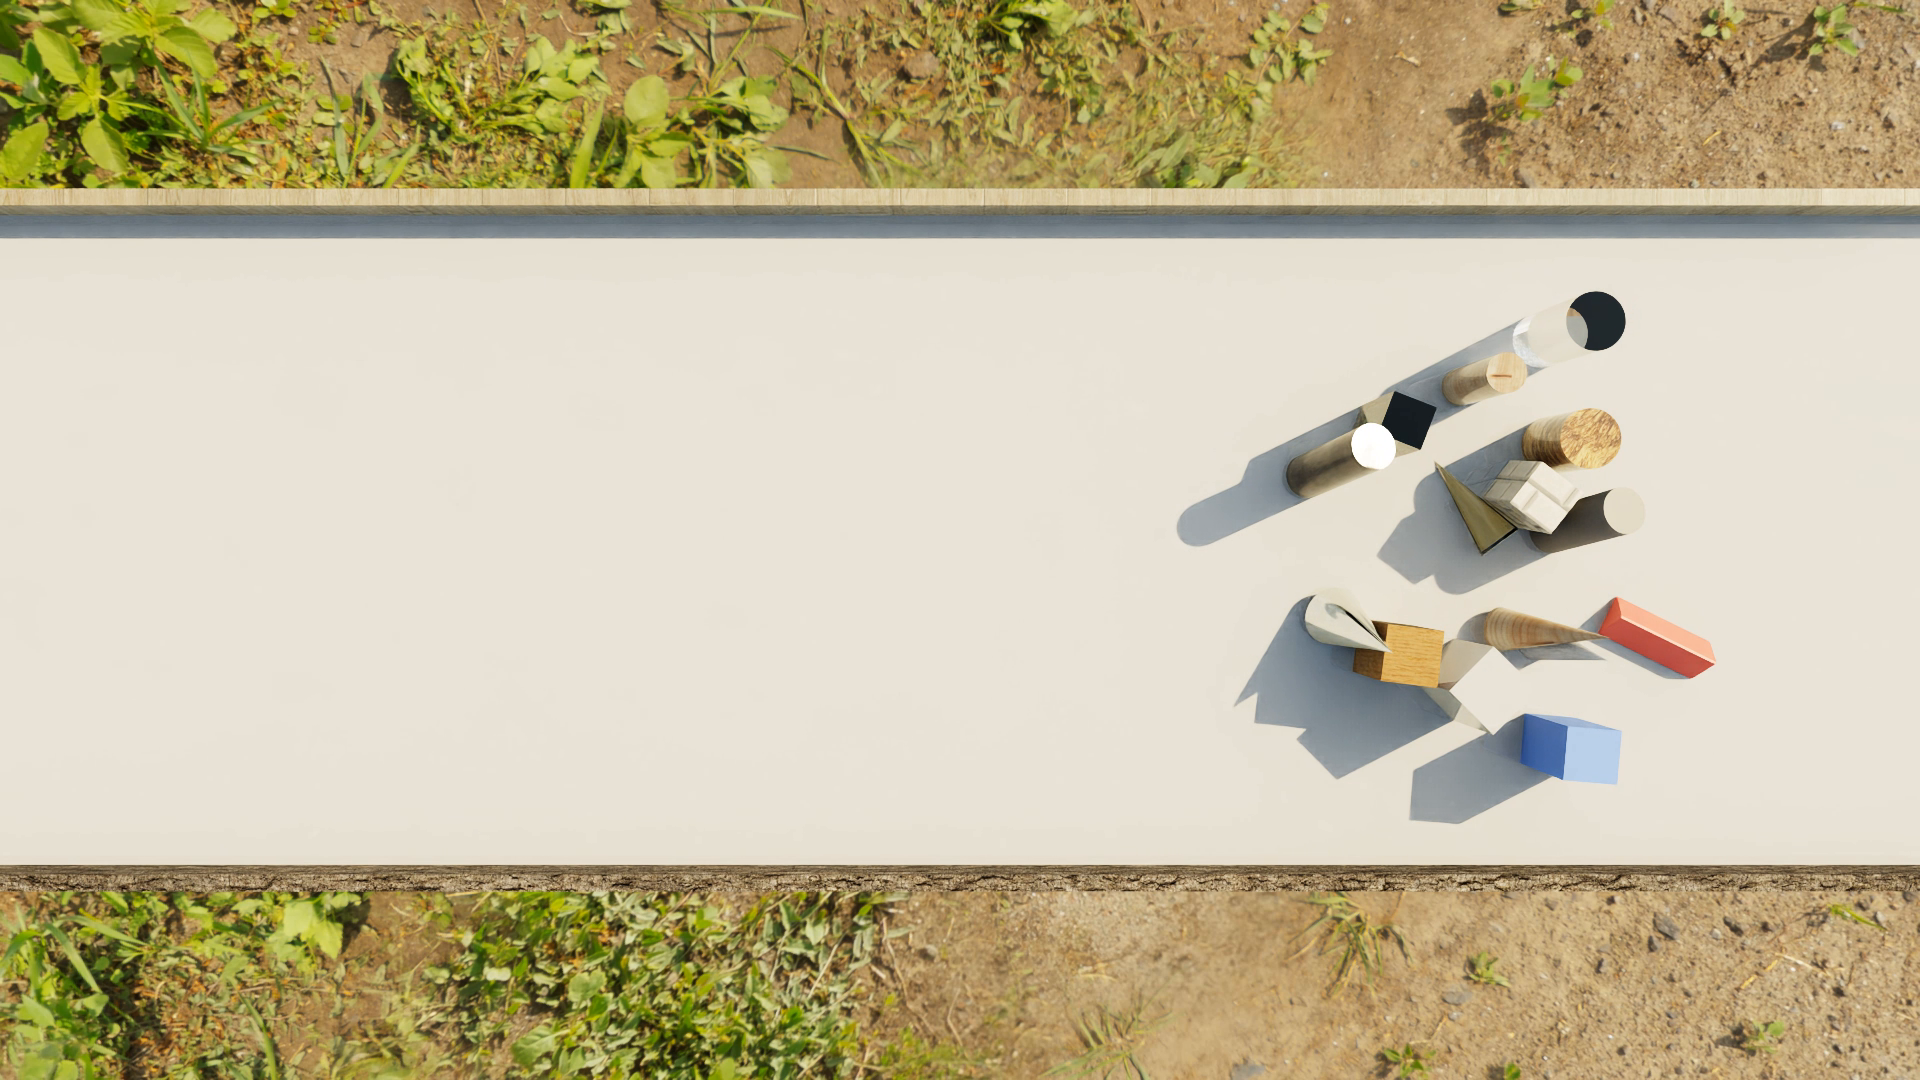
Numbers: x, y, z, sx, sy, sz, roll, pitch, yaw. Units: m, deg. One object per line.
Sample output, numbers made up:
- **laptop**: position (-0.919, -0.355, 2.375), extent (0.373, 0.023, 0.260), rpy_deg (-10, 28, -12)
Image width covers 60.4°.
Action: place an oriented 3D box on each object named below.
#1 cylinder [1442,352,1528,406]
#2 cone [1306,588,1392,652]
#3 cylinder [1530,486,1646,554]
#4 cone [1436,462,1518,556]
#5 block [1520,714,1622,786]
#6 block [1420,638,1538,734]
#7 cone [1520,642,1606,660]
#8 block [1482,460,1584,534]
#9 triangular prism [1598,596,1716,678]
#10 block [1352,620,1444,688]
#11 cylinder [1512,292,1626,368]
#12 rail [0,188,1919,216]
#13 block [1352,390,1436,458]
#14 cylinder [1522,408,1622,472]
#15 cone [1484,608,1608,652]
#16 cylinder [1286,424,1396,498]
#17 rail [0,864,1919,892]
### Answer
- **cylinder**: position (1.540, -0.471, 4.861), extent (0.116, 0.431, 0.116), rpy_deg (0, 90, 0)
- **cone**: position (1.183, 0.276, 4.858), extent (0.179, 0.402, 0.179), rpy_deg (-3, 103, -12)
- **cylinder**: position (1.851, -0.056, 4.880), extent (0.137, 0.368, 0.137), rpy_deg (2, 80, -14)
- **cone**: position (1.549, -0.119, 5.043), extent (0.136, 0.136, 0.320), rpy_deg (-36, 78, 0)
- **block**: position (1.809, 0.617, 4.896), extent (0.155, 0.361, 0.155), rpy_deg (5, 90, 0)
- **block**: position (1.520, 0.429, 4.887), extent (0.178, 0.378, 0.178), rpy_deg (45, 90, 0)
- **cone**: position (1.800, 0.324, 4.861), extent (0.121, 0.418, 0.121), rpy_deg (-1, 94, -7)
- **block**: position (1.697, -0.131, 4.910), extent (0.149, 0.323, 0.149), rpy_deg (37, 94, 0)
- **triangular prism**: position (2.134, 0.301, 5.019), extent (0.317, 0.108, 0.125), rpy_deg (26, 90, 0)
- **block**: position (1.302, 0.334, 4.914), extent (0.165, 0.322, 0.165), rpy_deg (7, 90, -1)
- **cylinder**: position (1.786, -0.615, 4.853), extent (0.168, 0.446, 0.168), rpy_deg (0, 90, 0)
- **rail**: position (-2.247, -1.025, 5.002), extent (12.000, 0.150, 0.050), rpy_deg (0, 90, 0)
- **block**: position (1.275, -0.335, 4.891), extent (0.131, 0.366, 0.131), rpy_deg (21, 88, 0)
- **cylinder**: position (1.812, -0.291, 4.903), extent (0.175, 0.346, 0.175), rpy_deg (0, 90, 1)
- **cone**: position (1.749, 0.275, 4.864), extent (0.136, 0.410, 0.136), rpy_deg (0, 91, -29)
- **cylinder**: position (1.113, -0.229, 4.848), extent (0.134, 0.436, 0.134), rpy_deg (2, 80, -13)
- **rail**: position (-2.247, 1.025, 5.001), extent (12.000, 0.150, 0.050), rpy_deg (0, 90, 0)
